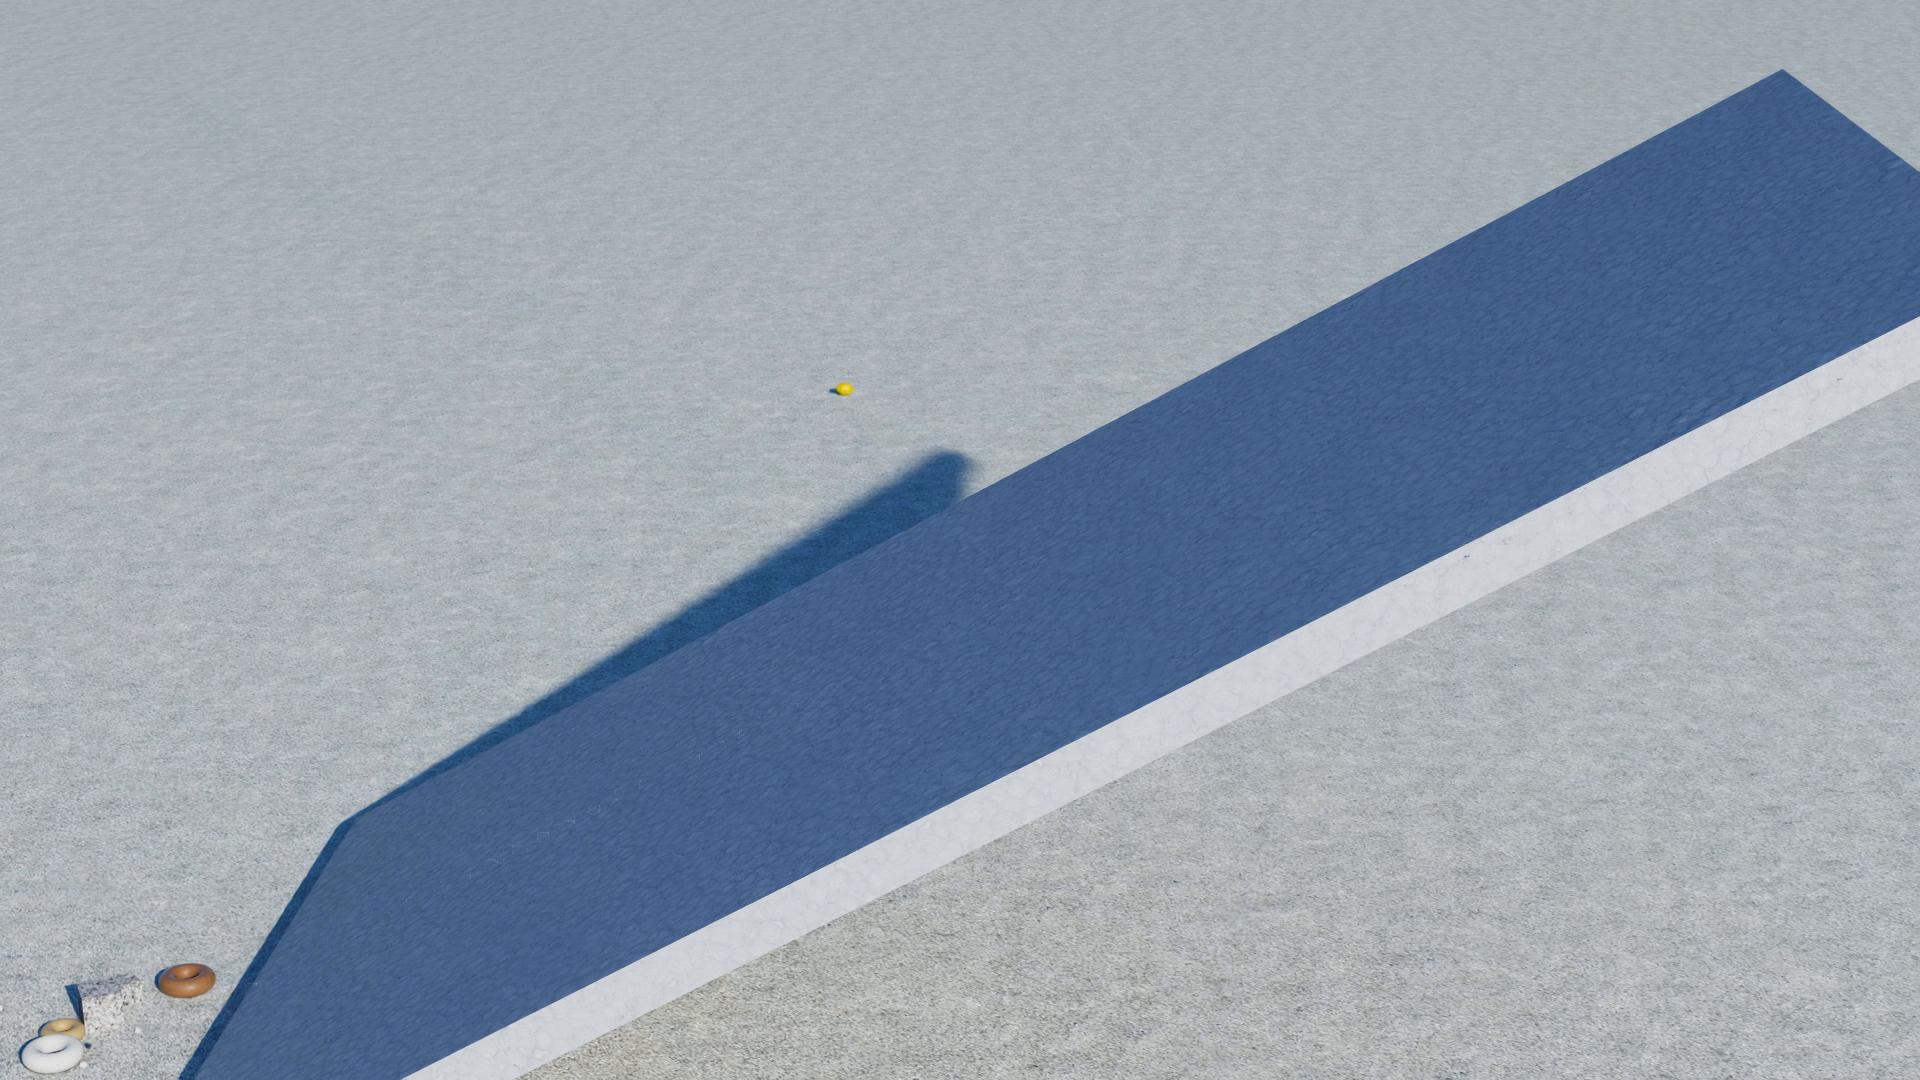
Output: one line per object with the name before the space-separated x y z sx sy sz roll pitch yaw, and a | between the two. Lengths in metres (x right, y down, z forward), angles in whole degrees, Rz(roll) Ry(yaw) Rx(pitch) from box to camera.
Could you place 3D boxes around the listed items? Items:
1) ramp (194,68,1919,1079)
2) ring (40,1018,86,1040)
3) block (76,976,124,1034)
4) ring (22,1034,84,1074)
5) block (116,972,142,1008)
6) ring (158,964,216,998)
ramp | 0.142 0.167 6.283 4.000 0.100 2.000 -28 15 11
ring | -2.029 1.113 6.652 0.099 0.033 0.099 1 18 0
block | -1.963 1.063 6.718 0.087 0.087 0.087 -8 20 -23
ring | -2.018 1.143 6.544 0.134 0.045 0.134 1 19 0
block | -1.936 1.045 6.825 0.054 0.054 0.054 17 25 41
ring | -1.809 1.031 6.886 0.131 0.044 0.131 0 17 0
